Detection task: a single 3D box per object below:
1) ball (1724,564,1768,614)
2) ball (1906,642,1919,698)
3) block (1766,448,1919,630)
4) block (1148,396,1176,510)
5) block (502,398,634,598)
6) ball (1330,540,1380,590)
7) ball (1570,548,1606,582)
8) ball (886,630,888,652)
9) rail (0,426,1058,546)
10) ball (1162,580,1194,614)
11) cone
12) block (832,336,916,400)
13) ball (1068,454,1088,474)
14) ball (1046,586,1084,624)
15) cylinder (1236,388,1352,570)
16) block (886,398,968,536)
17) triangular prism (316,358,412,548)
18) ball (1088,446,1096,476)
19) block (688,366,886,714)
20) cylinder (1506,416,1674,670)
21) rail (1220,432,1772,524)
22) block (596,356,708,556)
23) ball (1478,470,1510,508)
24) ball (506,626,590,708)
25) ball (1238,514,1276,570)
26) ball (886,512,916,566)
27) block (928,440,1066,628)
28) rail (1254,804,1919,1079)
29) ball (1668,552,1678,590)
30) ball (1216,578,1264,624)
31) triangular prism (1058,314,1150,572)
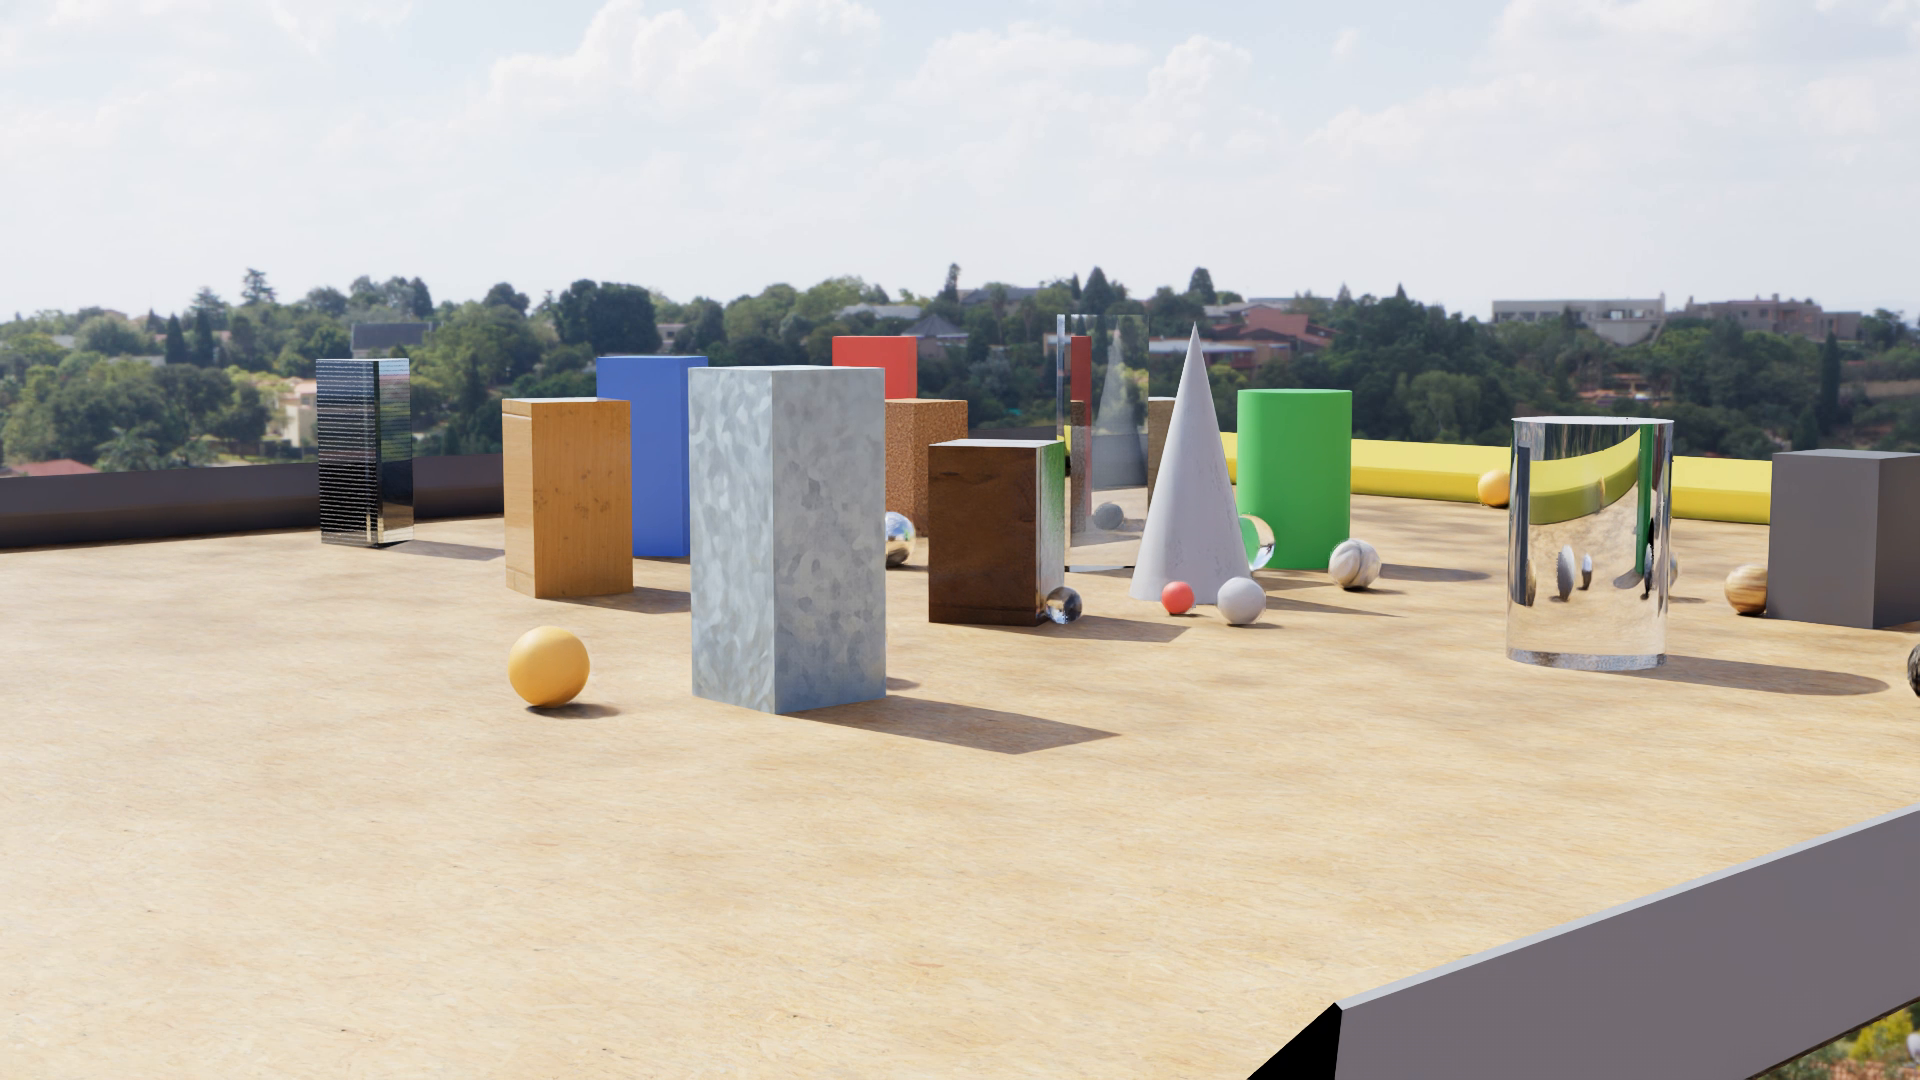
[{"bbox_3d":[1.166,0.072,3.241,0.075,0.075,0.075,0,6,0],"label":"ball"},{"bbox_3d":[1.108,0.146,2.463,0.088,0.088,0.088,0,6,0],"label":"ball"},{"bbox_3d":[1.287,-0.005,3.183,0.160,0.240,0.160,-5,8,-41],"label":"block"},{"bbox_3d":[0.399,-0.173,4.715,0.160,0.258,0.160,-2,6,-22],"label":"block"},{"bbox_3d":[-0.627,-0.071,3.508,0.160,0.304,0.160,-3,7,-27],"label":"block"},{"bbox_3d":[0.634,0.039,3.527,0.081,0.081,0.081,0,6,0],"label":"ball"},{"bbox_3d":[1.032,0.042,3.618,0.056,0.056,0.056,0,6,0],"label":"ball"},{"bbox_3d":[-0.133,0.123,2.660,0.094,0.094,0.094,0,6,0],"label":"ball"},{"bbox_3d":[-1.229,-0.104,4.657,4.247,0.130,0.045,-5,8,-42],"label":"rail"},{"bbox_3d":[0.321,0.085,3.240,0.049,0.049,0.049,0,6,0],"label":"ball"},{"bbox_3d":[0.364,-0.126,3.431,0.200,0.430,0.200,0,6,0],"label":"cone"},{"bbox_3d":[-0.182,-0.241,4.728,0.160,0.391,0.160,1,6,6],"label":"block"},{"bbox_3d":[0.324,-0.207,6.020,0.054,0.054,0.054,0,6,0],"label":"ball"},{"bbox_3d":[0.149,0.093,3.139,0.054,0.054,0.054,0,6,0],"label":"ball"},{"bbox_3d":[0.590,-0.111,3.890,0.200,0.305,0.200,0,6,0],"label":"cylinder"},{"bbox_3d":[-0.097,-0.150,4.456,0.160,0.265,0.160,5,8,42],"label":"block"},{"bbox_3d":[-1.116,-0.171,4.231,0.173,0.353,0.150,4,7,35],"label":"triangular prism"},{"bbox_3d":[0.388,-0.208,5.807,0.100,0.100,0.100,0,6,0],"label":"ball"},{"bbox_3d":[-0.198,-0.007,2.528,0.160,0.380,0.160,-5,8,-41],"label":"block"},{"bbox_3d":[0.805,0.000,2.818,0.200,0.306,0.200,0,6,0],"label":"cylinder"},{"bbox_3d":[1.543,-0.114,4.748,0.045,0.130,3.672,-5,8,-42],"label":"rail"},{"bbox_3d":[-0.566,-0.158,4.075,0.160,0.360,0.160,1,6,12],"label":"block"},{"bbox_3d":[1.222,-0.117,5.007,0.086,0.086,0.086,0,6,0],"label":"ball"},{"bbox_3d":[-0.464,0.142,2.480,0.092,0.092,0.092,0,6,0],"label":"ball"},{"bbox_3d":[0.492,0.005,3.778,0.098,0.098,0.098,0,6,0],"label":"ball"},{"bbox_3d":[-0.124,-0.002,3.848,0.096,0.096,0.096,0,6,0],"label":"ball"},{"bbox_3d":[0.055,-0.014,3.197,0.160,0.255,0.160,2,6,17],"label":"block"},{"bbox_3d":[1.229,0.172,2.007,4.247,0.130,0.045,-5,8,-42],"label":"rail"},{"bbox_3d":[1.077,0.047,3.431,0.085,0.085,0.085,0,6,0],"label":"ball"},{"bbox_3d":[0.400,0.087,3.134,0.067,0.067,0.067,0,6,0],"label":"ball"},{"bbox_3d":[0.215,-0.174,3.848,0.173,0.438,0.150,-4,7,-32],"label":"triangular prism"}]
